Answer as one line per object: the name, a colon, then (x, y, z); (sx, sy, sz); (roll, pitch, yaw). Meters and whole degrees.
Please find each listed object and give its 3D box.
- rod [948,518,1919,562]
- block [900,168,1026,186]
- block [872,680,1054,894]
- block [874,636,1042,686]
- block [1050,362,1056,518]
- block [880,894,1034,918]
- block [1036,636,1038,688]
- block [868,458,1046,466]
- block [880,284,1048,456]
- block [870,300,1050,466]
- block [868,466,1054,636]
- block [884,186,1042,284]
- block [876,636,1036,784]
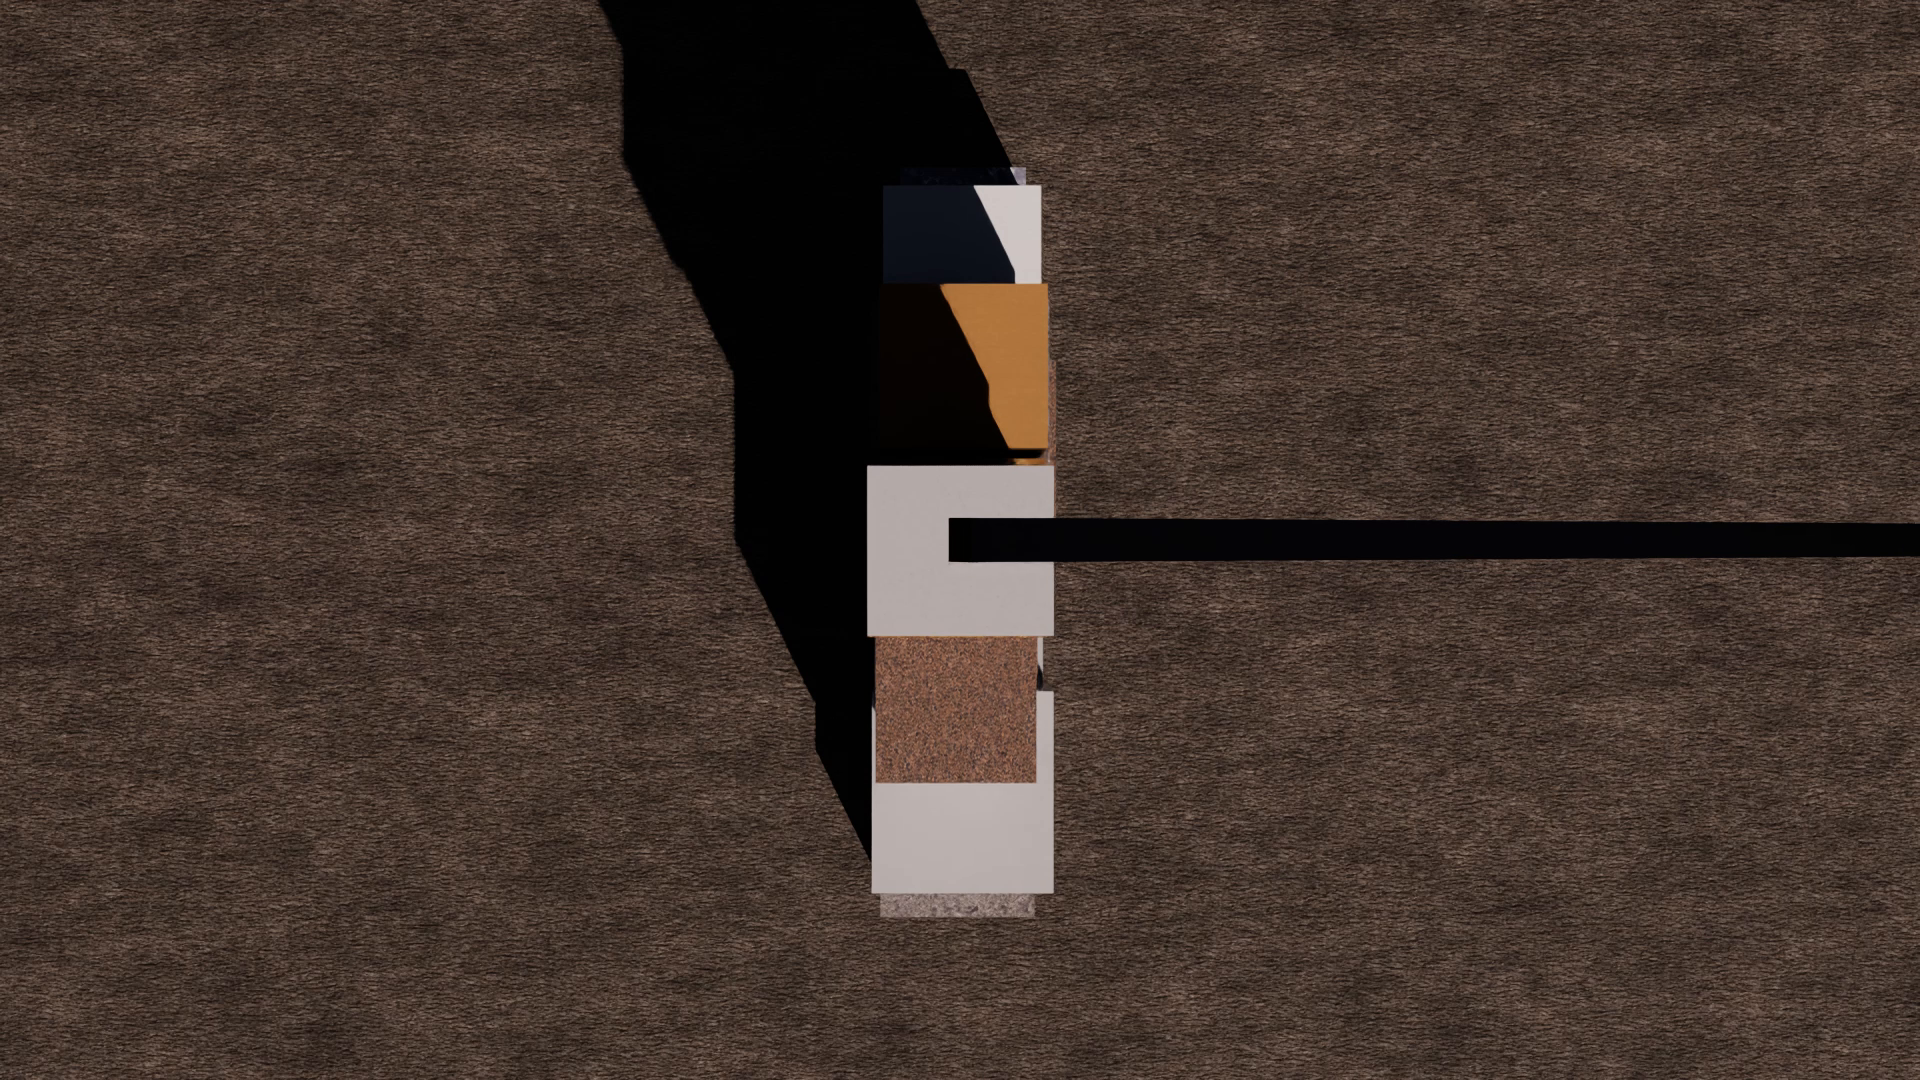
rod: (2.234, 0.000, 5.289); (5.200, 0.080, 0.080); (0, 90, -31)
block: (0.017, -1.692, 12.660); (0.705, 0.680, 0.792); (0, 90, 0)
block: (0.013, 1.289, 11.698); (0.929, 0.933, 1.031); (0, 90, 0)
block: (-0.008, 0.822, 12.582); (0.934, 0.835, 0.811); (0, 90, 0)
block: (0.016, -0.436, 11.544); (0.929, 1.058, 0.909); (0, 90, 0)
block: (-0.013, 1.663, 12.584); (0.853, 0.831, 0.850); (0, 90, 0)
block: (-0.010, 0.398, 11.691); (0.816, 0.766, 0.731); (0, 90, 0)
block: (-0.013, 0.015, 9.869); (0.777, 0.688, 0.759); (0, 92, 0)
block: (0.015, -0.743, 9.810); (0.722, 0.784, 0.706); (0, 90, 0)
block: (-0.003, -0.719, 10.610); (0.834, 0.815, 0.787); (0, 90, 0)
block: (0.002, 0.034, 8.217); (0.673, 0.560, 0.617); (0, 91, 0)
block: (0.011, -1.359, 11.724); (0.811, 0.892, 0.908); (0, 89, 0)
block: (-0.017, 0.739, 10.079); (0.715, 0.638, 0.680); (0, 90, 0)
